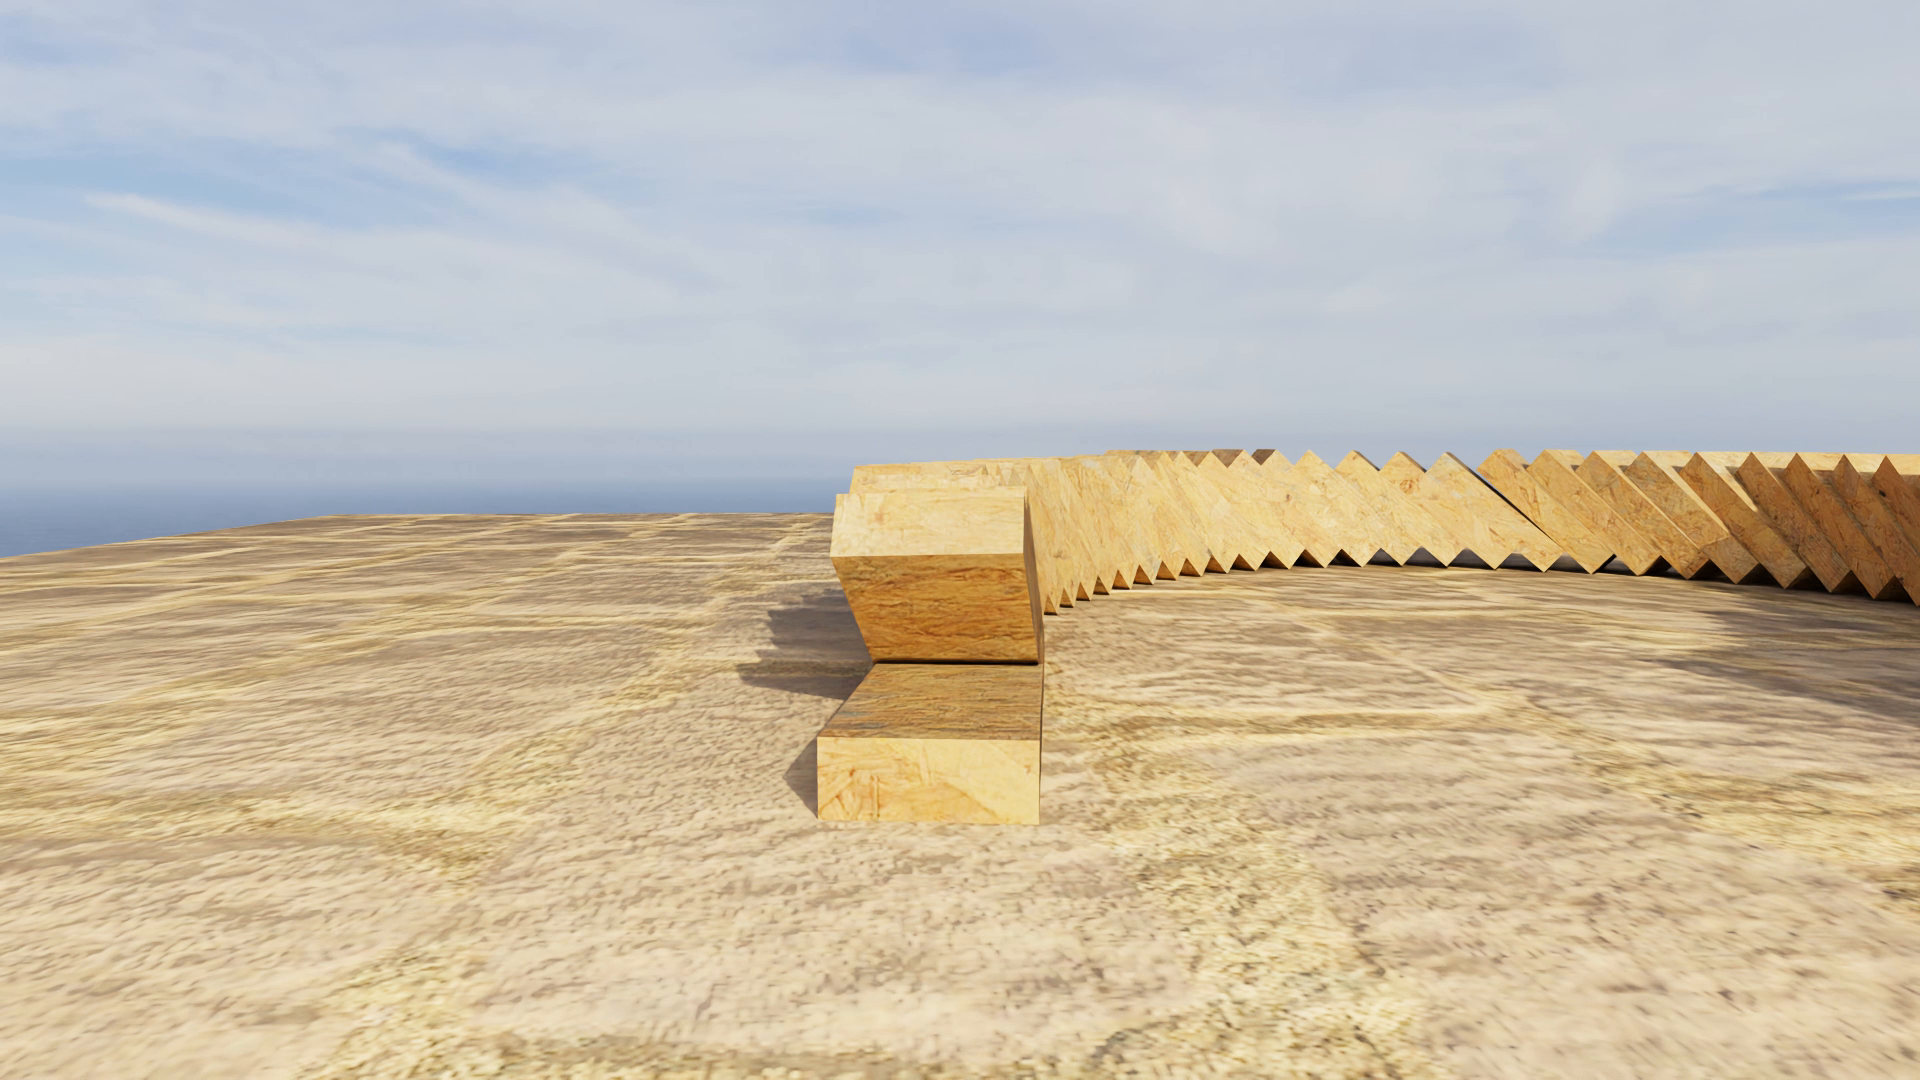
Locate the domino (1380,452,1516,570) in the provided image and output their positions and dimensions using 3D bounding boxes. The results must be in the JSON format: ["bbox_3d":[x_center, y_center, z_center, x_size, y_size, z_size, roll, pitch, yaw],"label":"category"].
[{"bbox_3d":[0.170,-0.011,0.448,0.050,0.010,0.025,44,19,16],"label":"domino"}]

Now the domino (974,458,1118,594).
[{"bbox_3d":[0.023,-0.003,0.352,0.025,0.009,0.050,2,-34,30],"label":"domino"}]

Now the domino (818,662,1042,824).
[{"bbox_3d":[-0.002,0.025,0.169,0.025,0.009,0.050,0,4,4],"label":"domino"}]

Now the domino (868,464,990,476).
[{"bbox_3d":[-0.002,0.003,0.276,0.025,0.009,0.050,1,-34,17],"label":"domino"}]

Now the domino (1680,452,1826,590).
[{"bbox_3d":[0.248,-0.007,0.393,0.025,0.009,0.050,-1,46,-20],"label":"domino"}]

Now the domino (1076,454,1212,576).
[{"bbox_3d":[0.057,-0.008,0.407,0.025,0.009,0.050,4,-33,45],"label":"domino"}]

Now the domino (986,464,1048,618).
[{"bbox_3d":[0.002,0.001,0.292,0.025,0.009,0.050,1,-34,20],"label":"domino"}]

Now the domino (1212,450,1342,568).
[{"bbox_3d":[0.107,-0.011,0.447,0.050,0.009,0.025,42,-5,-12],"label":"domino"}]

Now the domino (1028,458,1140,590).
[{"bbox_3d":[0.030,-0.004,0.366,0.025,0.009,0.050,3,-33,33],"label":"domino"}]

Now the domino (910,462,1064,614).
[{"bbox_3d":[0.006,0.000,0.307,0.025,0.009,0.050,2,-33,22],"label":"domino"}]

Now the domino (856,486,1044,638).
[{"bbox_3d":[0.000,0.009,0.205,0.025,0.009,0.050,-1,-30,6],"label":"domino"}]

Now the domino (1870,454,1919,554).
[{"bbox_3d":[0.262,-0.002,0.332,0.025,0.009,0.050,0,45,5],"label":"domino"}]

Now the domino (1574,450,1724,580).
[{"bbox_3d":[0.228,-0.009,0.419,0.025,0.009,0.050,-3,47,-36],"label":"domino"}]

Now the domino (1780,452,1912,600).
[{"bbox_3d":[0.259,-0.005,0.364,0.025,0.009,0.050,1,45,-5],"label":"domino"}]

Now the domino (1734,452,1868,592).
[{"bbox_3d":[0.256,-0.006,0.379,0.025,0.009,0.050,0,45,-10],"label":"domino"}]

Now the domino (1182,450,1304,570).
[{"bbox_3d":[0.093,-0.011,0.440,0.050,0.009,0.025,42,-10,-17],"label":"domino"}]

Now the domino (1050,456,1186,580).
[{"bbox_3d":[0.047,-0.006,0.394,0.025,0.009,0.050,4,-33,40],"label":"domino"}]

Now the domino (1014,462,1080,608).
[{"bbox_3d":[0.011,-0.001,0.322,0.025,0.009,0.050,2,-33,24],"label":"domino"}]

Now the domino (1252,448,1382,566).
[{"bbox_3d":[0.123,-0.012,0.453,0.050,0.010,0.025,42,2,-4],"label":"domino"}]

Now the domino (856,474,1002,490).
[{"bbox_3d":[-0.003,0.006,0.243,0.025,0.010,0.050,1,-32,7],"label":"domino"}]

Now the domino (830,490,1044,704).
[{"bbox_3d":[-0.001,0.010,0.188,0.025,0.009,0.050,-1,-30,7],"label":"domino"}]

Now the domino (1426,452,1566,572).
[{"bbox_3d":[0.184,-0.010,0.442,0.050,0.009,0.025,44,20,16],"label":"domino"}]

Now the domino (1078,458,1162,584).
[{"bbox_3d":[0.038,-0.005,0.380,0.025,0.009,0.050,3,-33,36],"label":"domino"}]

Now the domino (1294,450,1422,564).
[{"bbox_3d":[0.140,-0.012,0.457,0.050,0.010,0.025,43,12,9],"label":"domino"}]

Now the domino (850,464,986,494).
[{"bbox_3d":[-0.004,0.004,0.260,0.025,0.009,0.050,0,-34,13],"label":"domino"}]

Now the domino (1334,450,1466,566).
[{"bbox_3d":[0.156,-0.012,0.454,0.050,0.009,0.025,44,17,15],"label":"domino"}]

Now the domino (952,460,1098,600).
[{"bbox_3d":[0.017,-0.002,0.337,0.025,0.009,0.050,2,-33,27],"label":"domino"}]

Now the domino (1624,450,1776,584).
[{"bbox_3d":[0.238,-0.008,0.407,0.025,0.009,0.050,-2,46,-30],"label":"domino"}]

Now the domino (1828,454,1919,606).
[{"bbox_3d":[0.262,-0.003,0.348,0.025,0.009,0.050,1,44,1],"label":"domino"}]

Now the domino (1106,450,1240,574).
[{"bbox_3d":[0.068,-0.009,0.419,0.025,0.009,0.050,5,-35,51],"label":"domino"}]

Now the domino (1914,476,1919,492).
[{"bbox_3d":[0.261,-0.001,0.316,0.025,0.010,0.050,1,44,8],"label":"domino"}]

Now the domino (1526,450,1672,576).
[{"bbox_3d":[0.216,-0.010,0.430,0.025,0.009,0.050,-3,47,-43],"label":"domino"}]

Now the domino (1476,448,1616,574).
[{"bbox_3d":[0.201,-0.011,0.437,0.050,0.009,0.025,50,29,22],"label":"domino"}]

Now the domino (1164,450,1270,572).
[{"bbox_3d":[0.079,-0.010,0.432,0.050,0.009,0.025,44,-15,-23],"label":"domino"}]
